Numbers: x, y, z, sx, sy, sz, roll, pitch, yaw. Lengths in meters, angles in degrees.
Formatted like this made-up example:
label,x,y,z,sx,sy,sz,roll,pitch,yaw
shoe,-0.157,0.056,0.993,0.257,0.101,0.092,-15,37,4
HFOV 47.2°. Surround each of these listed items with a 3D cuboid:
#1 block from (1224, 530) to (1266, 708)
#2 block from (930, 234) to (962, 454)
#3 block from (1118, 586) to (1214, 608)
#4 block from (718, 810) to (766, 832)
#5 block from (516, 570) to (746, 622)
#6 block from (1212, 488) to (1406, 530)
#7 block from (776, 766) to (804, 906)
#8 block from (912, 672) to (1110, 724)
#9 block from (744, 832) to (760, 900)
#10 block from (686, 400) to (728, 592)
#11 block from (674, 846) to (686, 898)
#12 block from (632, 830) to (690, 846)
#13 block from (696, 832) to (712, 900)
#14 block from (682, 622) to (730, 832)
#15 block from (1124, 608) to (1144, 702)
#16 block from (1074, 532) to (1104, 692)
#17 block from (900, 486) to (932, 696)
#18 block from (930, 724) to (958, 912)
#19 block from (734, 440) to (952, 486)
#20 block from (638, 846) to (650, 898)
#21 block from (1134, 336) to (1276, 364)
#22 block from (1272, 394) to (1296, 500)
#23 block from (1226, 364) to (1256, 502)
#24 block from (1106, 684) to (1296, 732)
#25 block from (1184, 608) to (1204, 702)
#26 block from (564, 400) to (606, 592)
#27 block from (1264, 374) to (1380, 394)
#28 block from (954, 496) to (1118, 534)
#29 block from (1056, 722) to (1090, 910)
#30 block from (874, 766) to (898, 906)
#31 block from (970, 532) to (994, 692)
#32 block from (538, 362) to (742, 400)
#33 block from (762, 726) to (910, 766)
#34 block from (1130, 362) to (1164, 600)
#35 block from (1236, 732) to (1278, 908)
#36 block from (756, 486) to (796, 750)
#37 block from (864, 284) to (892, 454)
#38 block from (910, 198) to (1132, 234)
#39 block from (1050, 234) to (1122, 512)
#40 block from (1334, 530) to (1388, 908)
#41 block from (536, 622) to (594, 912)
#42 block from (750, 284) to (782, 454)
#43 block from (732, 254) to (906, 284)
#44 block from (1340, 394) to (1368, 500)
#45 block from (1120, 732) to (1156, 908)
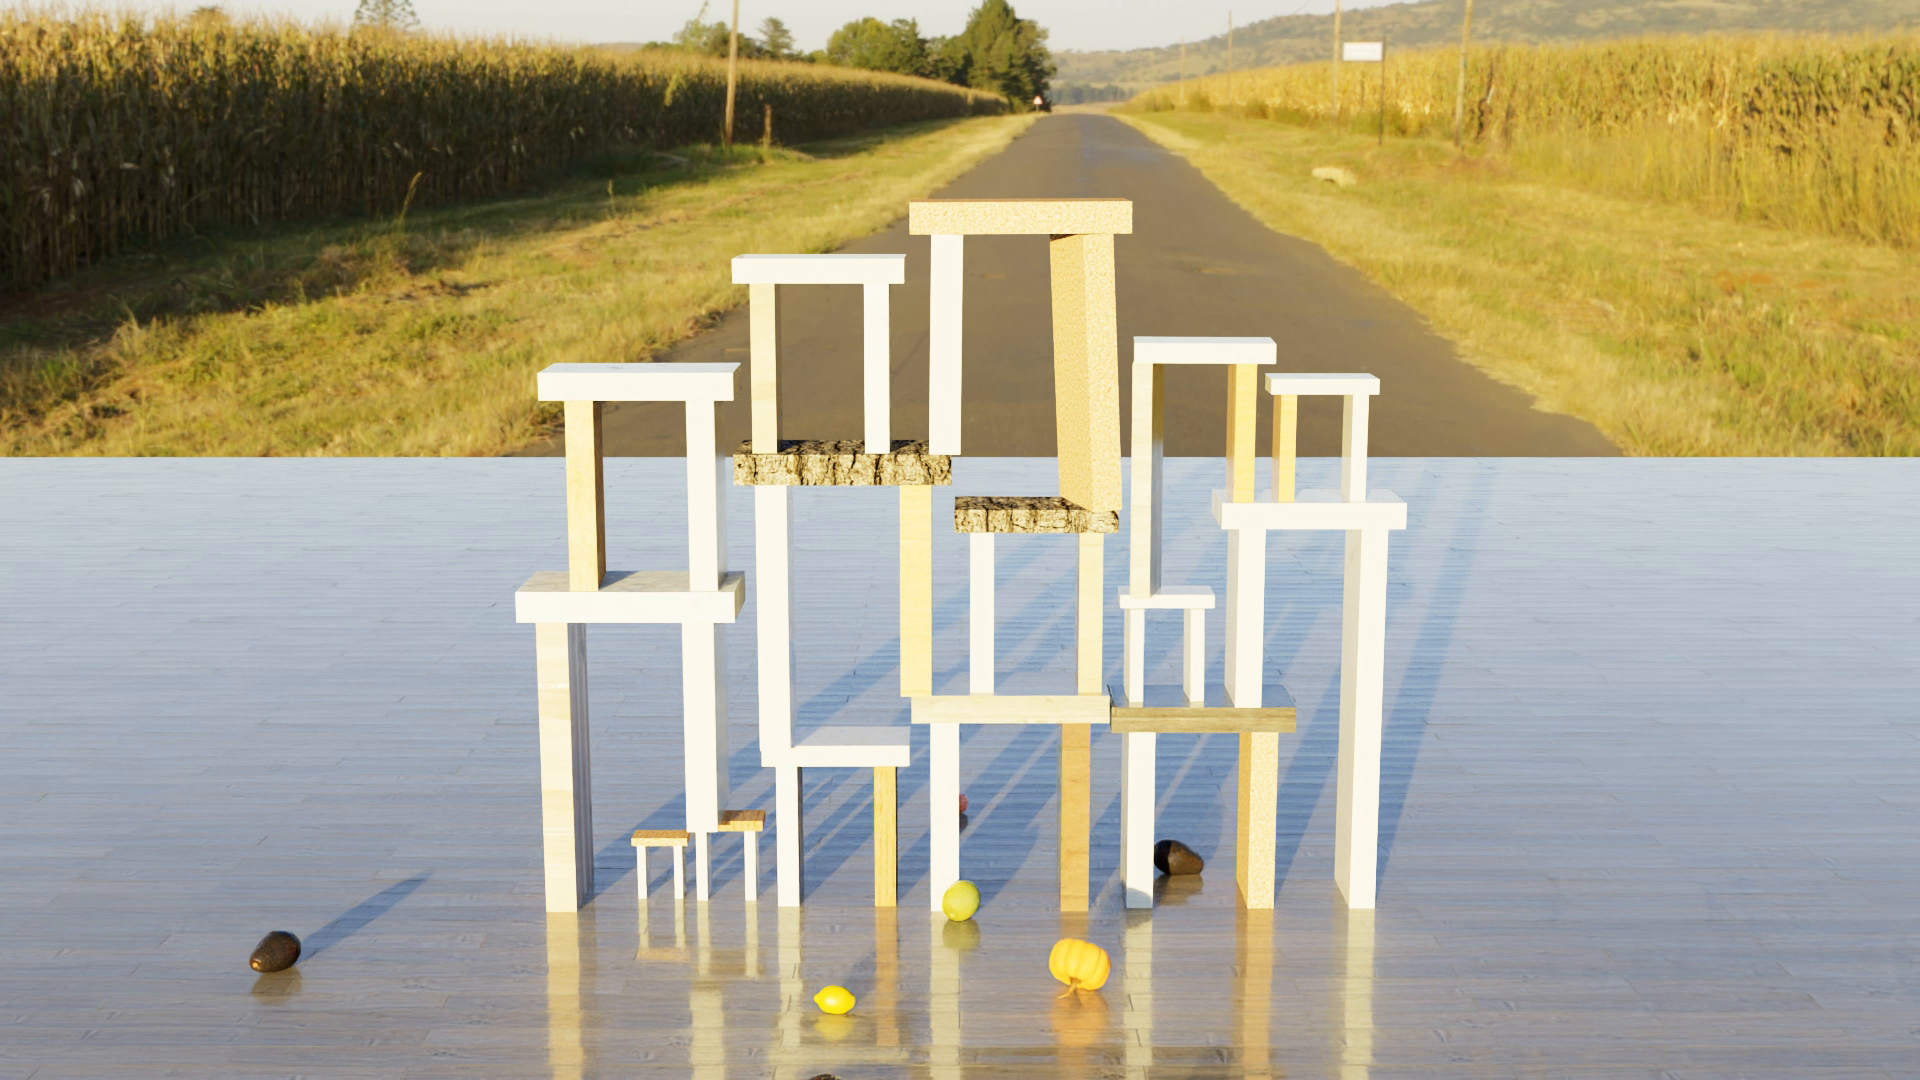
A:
label,x,y,z,sx,sy,sz,roll,pitch,yaw
block,0.464,0.113,3.583,0.041,0.292,0.146,0,11,0
block,-0.022,-0.318,3.500,0.048,0.342,0.171,1,11,0
block,0.336,0.093,3.596,0.152,0.022,0.076,0,11,1
block,-0.385,0.465,3.642,0.120,0.017,0.060,0,11,0
block,-0.531,0.091,3.574,0.346,0.049,0.173,0,11,0
block,0.561,-0.051,3.553,0.292,0.041,0.146,0,11,0
block,-0.281,0.473,3.646,0.034,0.239,0.119,0,11,0
block,0.081,0.257,3.603,0.317,0.045,0.158,0,11,0
block,-0.346,0.532,3.656,0.017,0.120,0.060,0,11,0
block,-0.407,-0.082,3.540,0.043,0.304,0.152,0,11,0
block,-0.466,0.546,3.660,0.013,0.091,0.045,0,11,0
block,-0.496,0.494,3.650,0.091,0.013,0.045,0,11,0
block,-0.426,0.532,3.656,0.017,0.120,0.060,0,11,0
block,-0.416,0.286,3.610,0.049,0.346,0.173,0,11,1
block,0.284,0.181,3.598,0.022,0.152,0.076,-1,11,-3
block,0.209,0.105,3.584,0.037,0.261,0.130,0,11,0
block,-0.070,0.067,3.570,0.048,0.342,0.171,0,11,0
block,-0.025,0.435,3.636,0.045,0.317,0.158,0,11,0
block,-0.184,-0.125,3.533,0.342,0.048,0.171,0,11,0
block,-0.526,0.546,3.660,0.013,0.091,0.045,0,11,0
block,0.387,-0.303,3.501,0.221,0.031,0.110,1,11,3
block,0.520,-0.154,3.529,0.024,0.170,0.085,0,11,0
block,0.450,-0.178,3.522,0.031,0.220,0.110,0,11,0
block,0.393,0.277,3.615,0.297,0.042,0.149,0,11,0
block,0.383,0.181,3.599,0.022,0.152,0.076,-1,11,-3
block,-0.602,-0.082,3.541,0.043,0.304,0.152,-1,11,-4
block,0.577,-0.249,3.511,0.170,0.024,0.085,0,11,0
block,0.122,-0.041,3.557,0.261,0.037,0.130,0,11,0
block,0.187,0.435,3.636,0.045,0.317,0.158,0,11,0
block,-0.122,0.473,3.646,0.034,0.239,0.119,0,11,0
block,0.035,0.105,3.584,0.037,0.261,0.130,0,11,0
block,-0.508,-0.253,3.511,0.304,0.043,0.152,0,11,0
block,-0.202,0.339,3.620,0.238,0.034,0.119,0,11,0
block,0.302,-0.102,3.546,0.031,0.380,0.110,3,11,15
block,0.492,0.443,3.646,0.042,0.297,0.149,0,11,0
block,-0.298,0.111,3.576,0.048,0.431,0.171,0,11,-1
block,-0.130,-0.280,3.503,0.038,0.266,0.133,0,11,0
block,0.093,-0.511,3.466,0.342,0.048,0.171,0,11,0
block,0.200,-0.274,3.512,0.048,0.434,0.171,-6,12,-15
block,0.658,0.279,3.614,0.041,0.631,0.146,0,11,0
block,-0.649,0.353,3.623,0.049,0.483,0.173,0,11,0
block,-0.308,-0.280,3.503,0.038,0.266,0.133,0,11,0
block,-0.220,-0.429,3.474,0.266,0.038,0.133,0,11,0
block,0.633,-0.154,3.529,0.024,0.170,0.085,0,11,0
block,0.294,0.443,3.646,0.042,0.297,0.149,0,11,0
